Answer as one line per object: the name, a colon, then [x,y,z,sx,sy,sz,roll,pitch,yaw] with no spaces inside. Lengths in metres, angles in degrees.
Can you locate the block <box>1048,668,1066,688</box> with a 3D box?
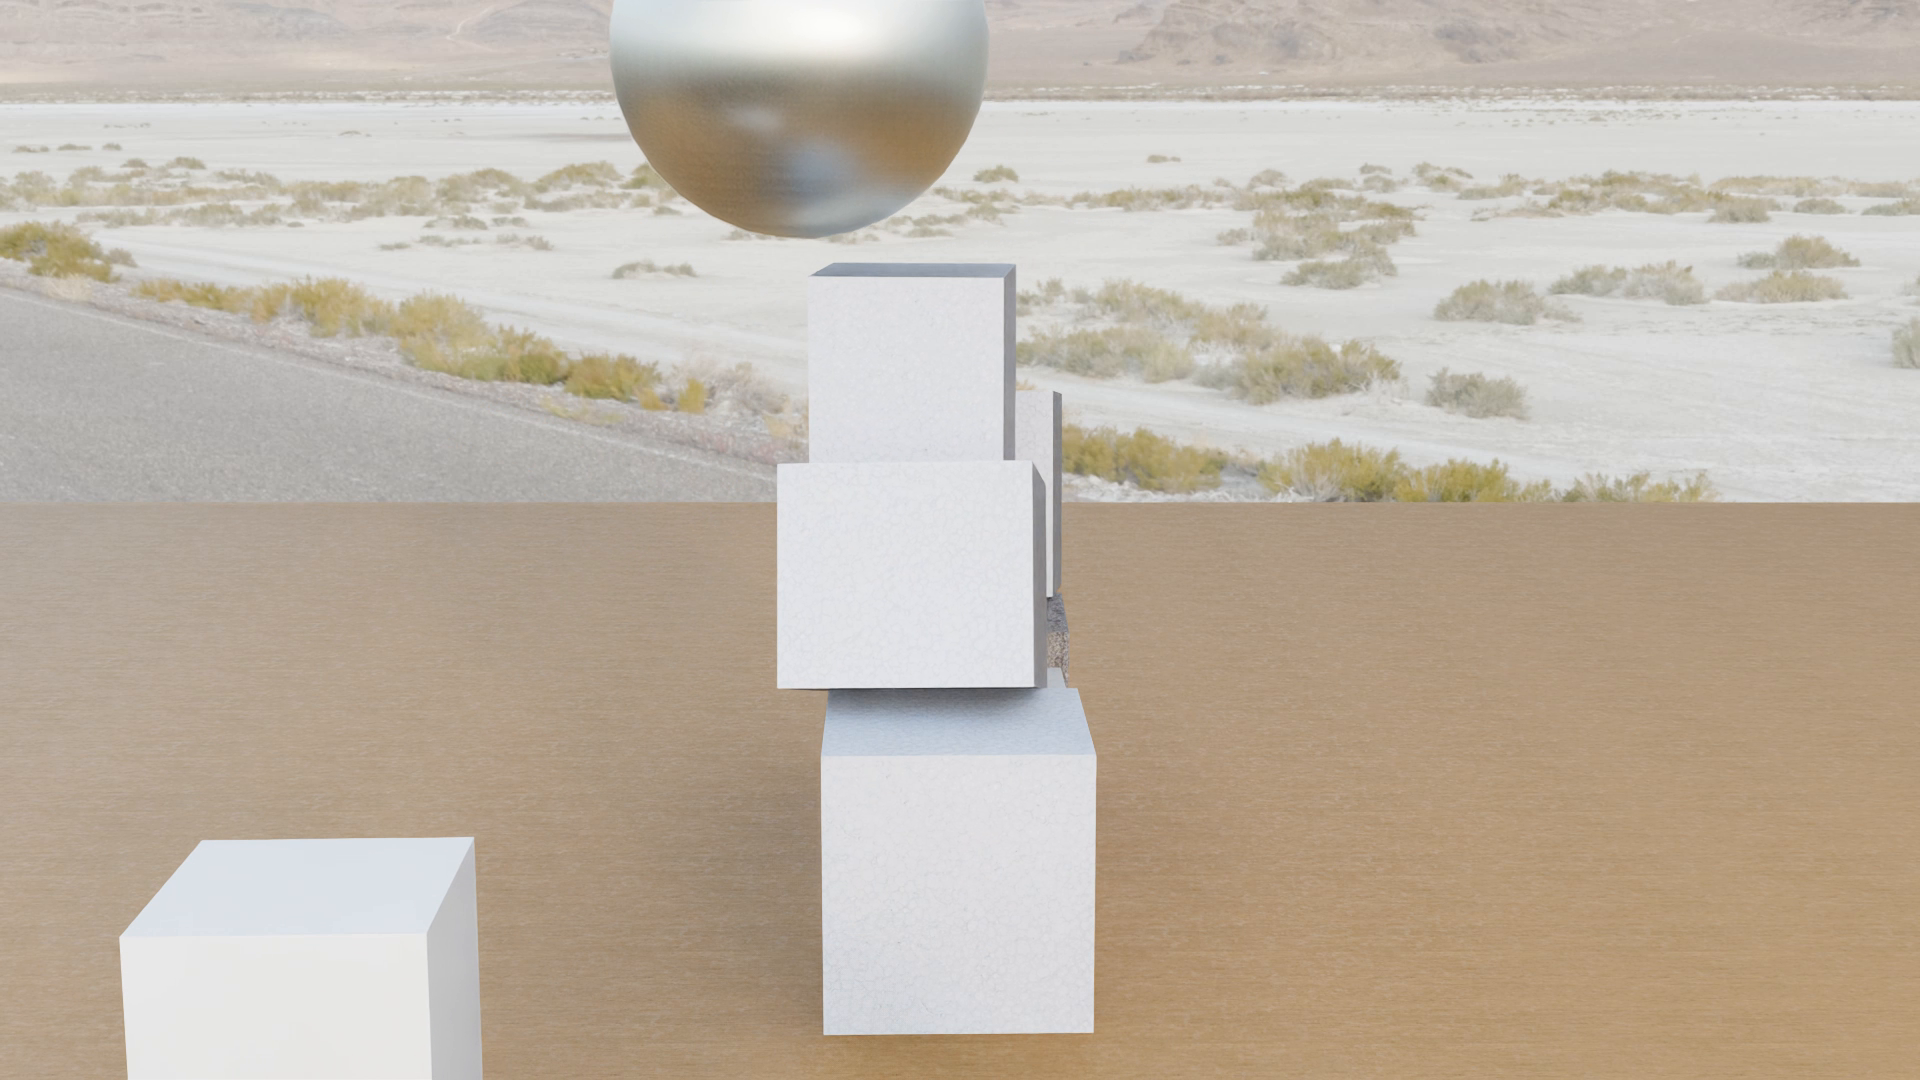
block: [-0.040,1.104,10.917,0.989,0.921,0.970,0,10,-1]

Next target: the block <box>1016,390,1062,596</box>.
block: [0.012,-0.235,12.394,0.918,0.954,0.999,0,2,5]

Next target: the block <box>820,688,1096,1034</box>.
block: [-0.016,1.214,9.915,1.000,1.064,1.028,0,10,-1]

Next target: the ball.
ball: [-0.673,-2.073,10.803,1.600,1.600,1.600,0,10,0]

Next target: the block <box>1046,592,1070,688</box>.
block: [-0.008,0.858,11.845,0.980,1.074,0.884,0,10,0]

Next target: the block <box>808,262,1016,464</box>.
block: [-0.195,-0.732,11.296,0.831,0.913,0.828,1,10,5]

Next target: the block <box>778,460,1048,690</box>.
block: [-0.169,0.168,10.372,0.987,0.868,1.036,-1,-4,5]

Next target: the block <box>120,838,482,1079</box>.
block: [-2.056,1.570,8.174,0.901,0.986,0.977,0,10,-2]
